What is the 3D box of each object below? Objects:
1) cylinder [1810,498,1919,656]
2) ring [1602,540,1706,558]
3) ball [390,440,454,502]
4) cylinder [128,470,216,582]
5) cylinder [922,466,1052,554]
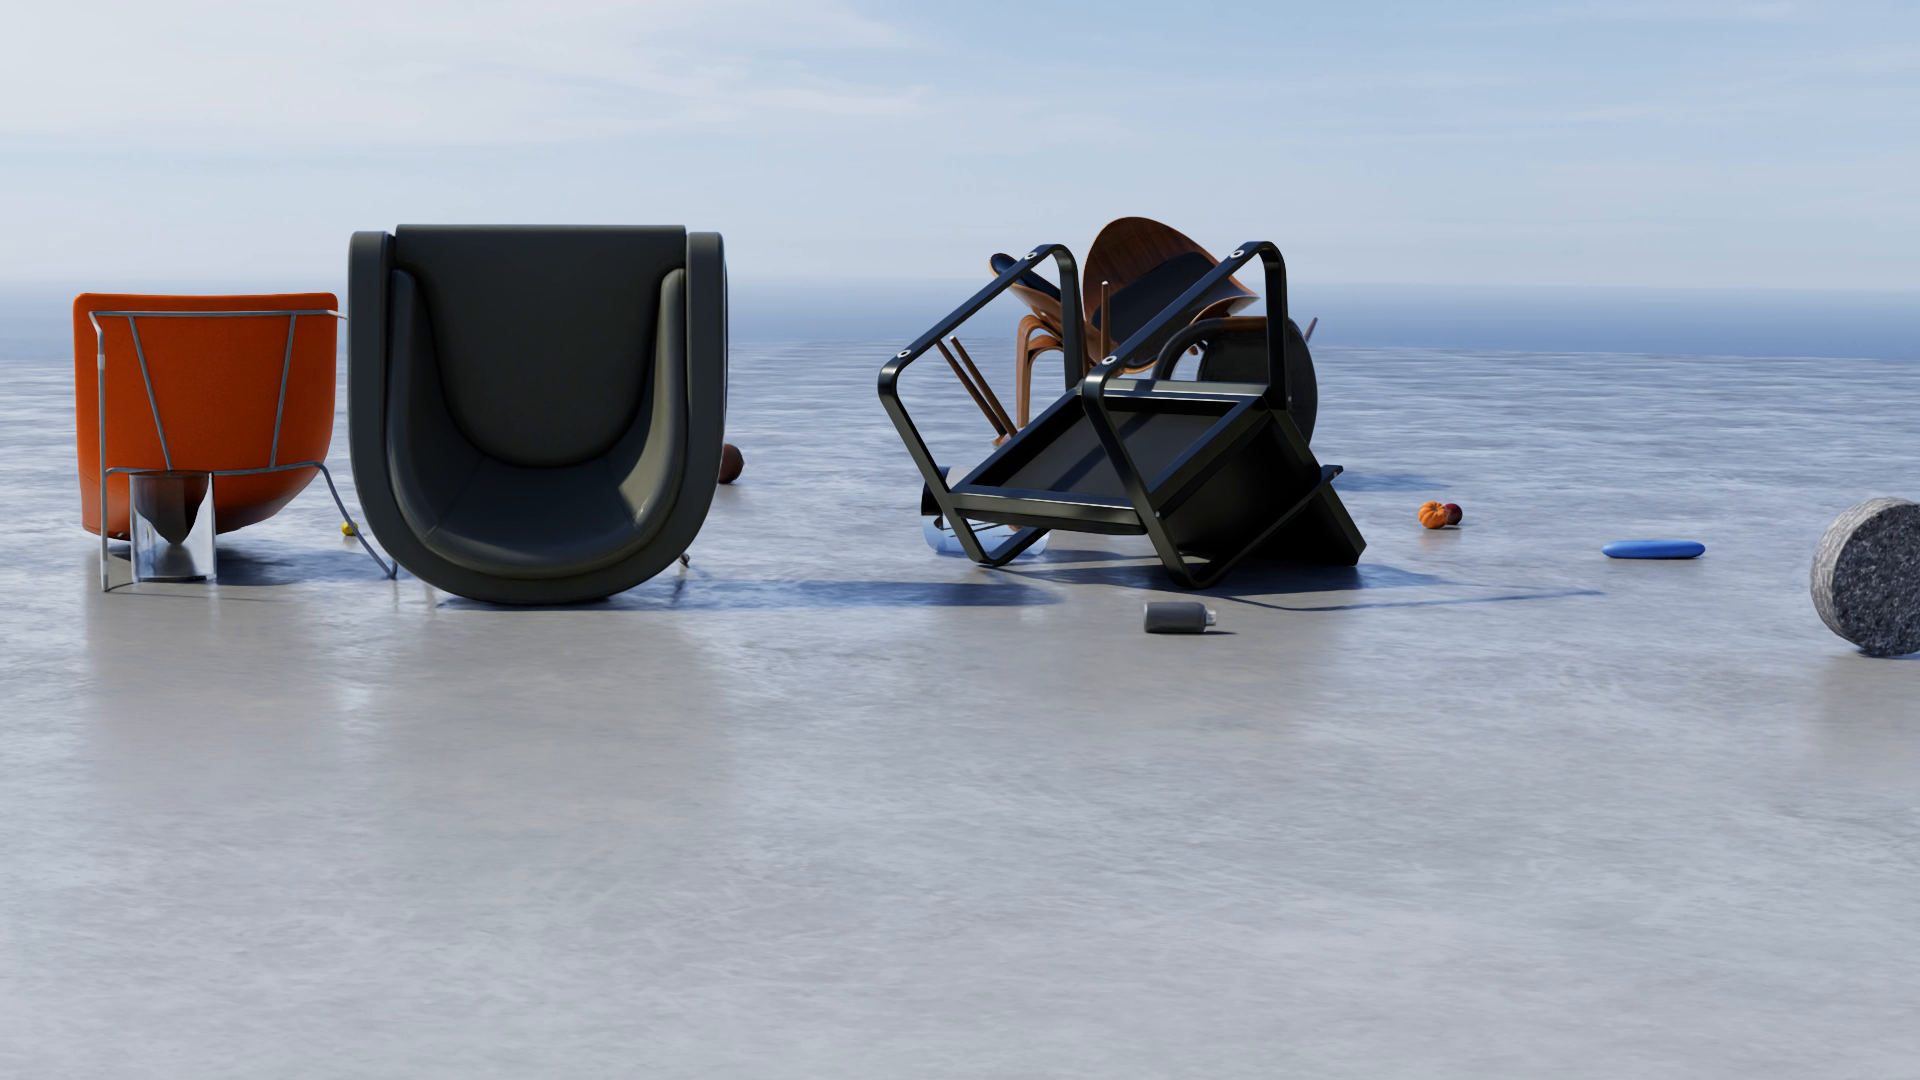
[{"bbox_3d":[1.629,0.063,4.494,0.243,0.268,0.106,19,7,-4],"label":"cylinder"},{"bbox_3d":[1.625,0.022,6.013,0.242,0.039,0.086,0,5,1],"label":"ring"},{"bbox_3d":[-1.575,-0.204,7.505,0.182,0.182,0.182,0,6,0],"label":"ball"},{"bbox_3d":[-1.716,-0.031,5.594,0.178,0.230,0.169,-4,7,-32],"label":"cylinder"},{"bbox_3d":[0.065,-0.072,6.102,0.247,0.206,0.258,2,-3,18],"label":"cylinder"}]
